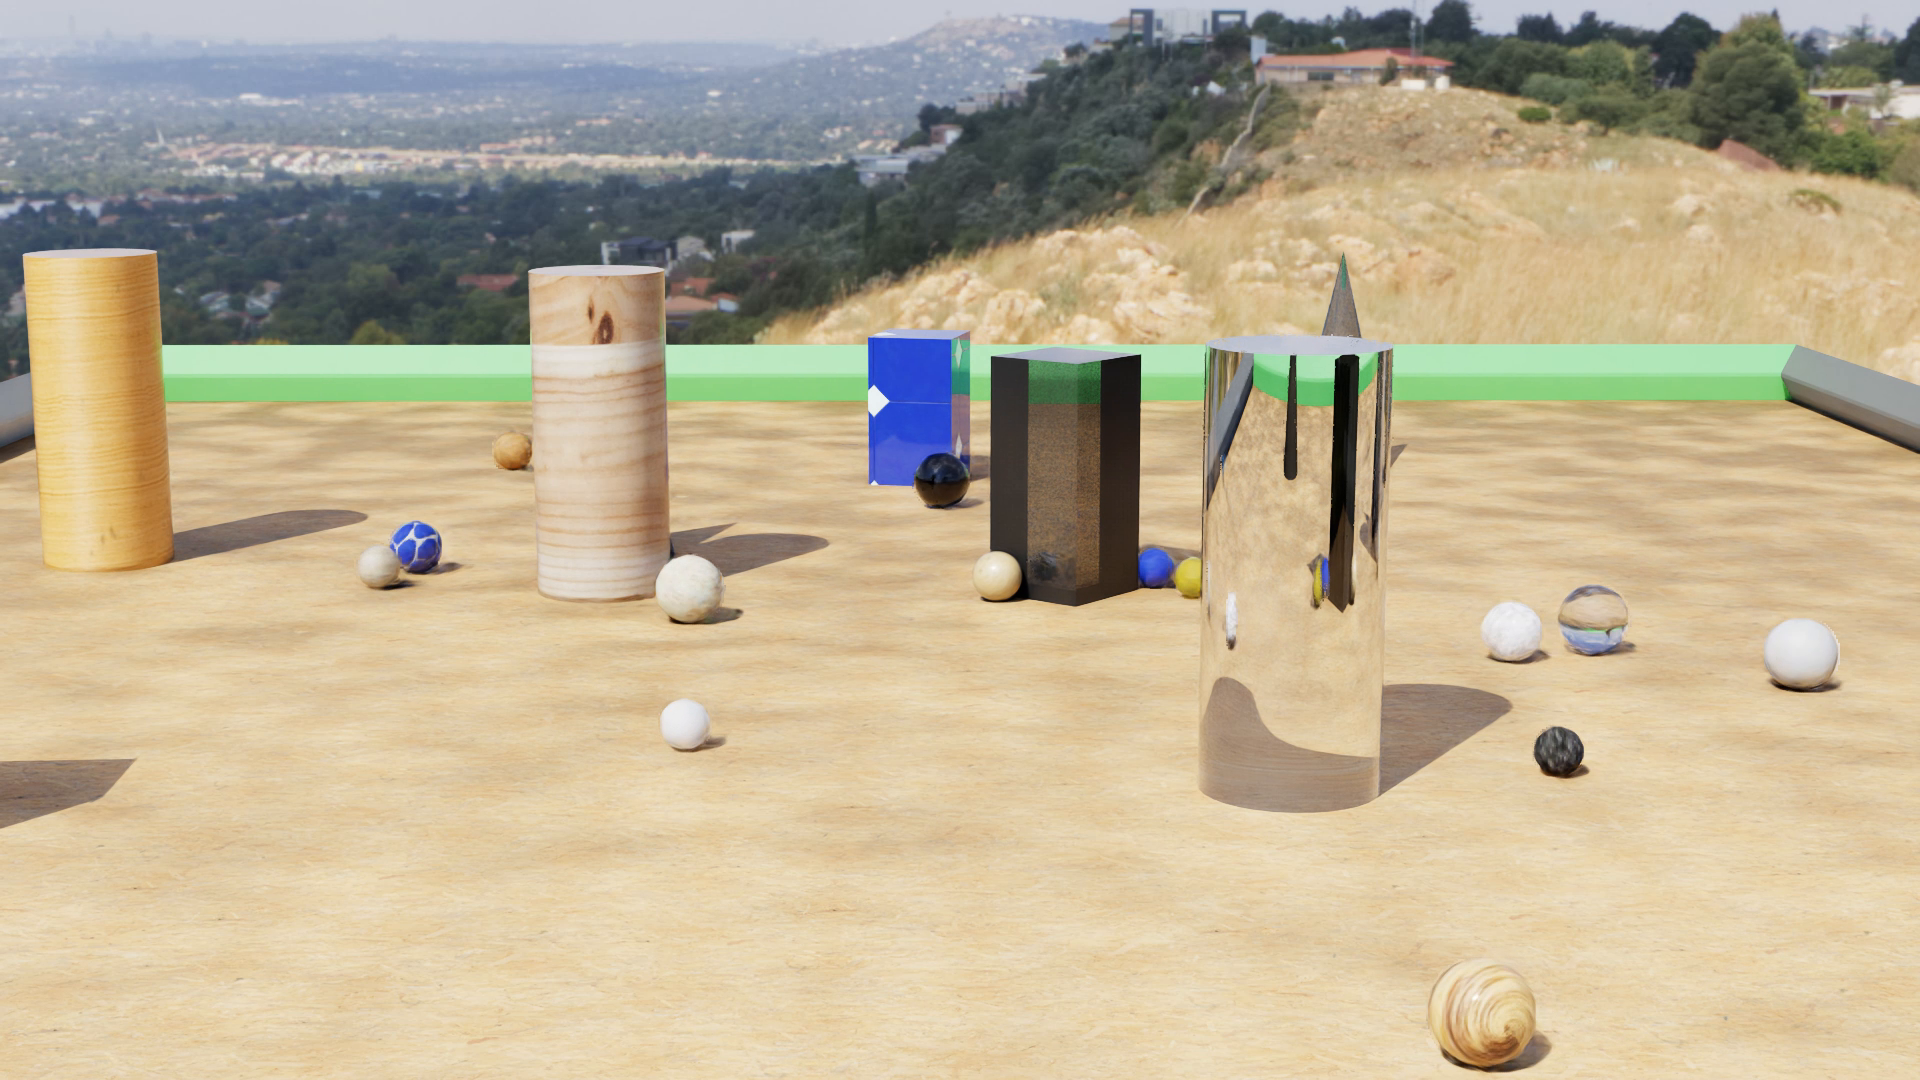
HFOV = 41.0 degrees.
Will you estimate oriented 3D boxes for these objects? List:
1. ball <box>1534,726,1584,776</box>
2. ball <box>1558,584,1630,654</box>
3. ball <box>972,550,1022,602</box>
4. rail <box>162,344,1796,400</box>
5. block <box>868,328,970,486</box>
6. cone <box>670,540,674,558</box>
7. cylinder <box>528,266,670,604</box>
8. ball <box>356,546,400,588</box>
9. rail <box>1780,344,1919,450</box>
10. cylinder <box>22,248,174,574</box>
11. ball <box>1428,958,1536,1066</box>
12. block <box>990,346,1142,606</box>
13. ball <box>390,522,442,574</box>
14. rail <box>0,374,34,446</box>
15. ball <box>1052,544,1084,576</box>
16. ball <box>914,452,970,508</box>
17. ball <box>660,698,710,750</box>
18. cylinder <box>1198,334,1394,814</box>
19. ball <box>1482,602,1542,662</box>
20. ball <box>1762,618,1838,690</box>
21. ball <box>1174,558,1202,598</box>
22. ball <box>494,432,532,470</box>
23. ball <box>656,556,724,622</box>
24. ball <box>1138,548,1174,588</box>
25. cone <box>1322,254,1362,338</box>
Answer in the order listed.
[{"bbox_3d":[0.617,0.218,2.644,0.050,0.050,0.050,0,11,0],"label":"ball"},{"bbox_3d":[0.786,0.098,3.183,0.086,0.086,0.086,0,11,0],"label":"ball"},{"bbox_3d":[0.051,0.049,3.496,0.069,0.069,0.069,0,11,0],"label":"ball"},{"bbox_3d":[-0.012,-0.357,5.524,3.643,0.120,0.045,0,11,0],"label":"rail"},{"bbox_3d":[-0.070,-0.233,4.490,0.147,0.257,0.147,2,11,13],"label":"block"},{"bbox_3d":[-0.517,-0.155,3.790,0.184,0.361,0.184,0,11,0],"label":"cone"},{"bbox_3d":[-0.495,-0.149,3.533,0.184,0.444,0.184,0,11,0],"label":"cylinder"},{"bbox_3d":[-0.812,0.038,3.579,0.060,0.060,0.060,0,11,0],"label":"ball"},{"bbox_3d":[1.798,0.029,3.460,0.045,0.120,4.267,0,11,0],"label":"rail"},{"bbox_3d":[-1.253,-0.191,3.738,0.184,0.452,0.184,0,11,0],"label":"cylinder"},{"bbox_3d":[0.383,0.346,1.882,0.078,0.078,0.078,0,11,0],"label":"ball"},{"bbox_3d":[0.145,-0.091,3.533,0.147,0.329,0.147,8,14,38],"label":"block"},{"bbox_3d":[-0.781,0.010,3.685,0.075,0.075,0.075,0,11,0],"label":"ball"},{"bbox_3d":[-1.798,0.033,3.440,0.045,0.120,4.267,0,11,0],"label":"rail"},{"bbox_3d":[0.154,0.027,3.674,0.046,0.046,0.046,0,11,0],"label":"ball"},{"bbox_3d":[-0.030,-0.099,4.221,0.092,0.092,0.092,0,11,0],"label":"ball"},{"bbox_3d":[-0.295,0.197,2.744,0.054,0.054,0.054,0,11,0],"label":"ball"},{"bbox_3d":[0.333,0.029,2.563,0.184,0.450,0.184,0,11,0],"label":"cylinder"},{"bbox_3d":[0.677,0.112,3.146,0.074,0.074,0.074,0,11,0],"label":"ball"},{"bbox_3d":[0.985,0.133,3.006,0.084,0.084,0.084,0,11,0],"label":"ball"},{"bbox_3d":[0.322,0.052,3.515,0.056,0.056,0.056,0,11,0],"label":"ball"},{"bbox_3d":[-0.803,-0.160,4.610,0.070,0.070,0.070,0,11,0],"label":"ball"},{"bbox_3d":[-0.355,0.064,3.363,0.088,0.088,0.088,0,11,0],"label":"ball"},{"bbox_3d":[0.273,0.039,3.585,0.055,0.055,0.055,0,11,0],"label":"ball"},{"bbox_3d":[0.684,-0.323,4.606,0.184,0.391,0.184,0,11,0],"label":"cone"}]
